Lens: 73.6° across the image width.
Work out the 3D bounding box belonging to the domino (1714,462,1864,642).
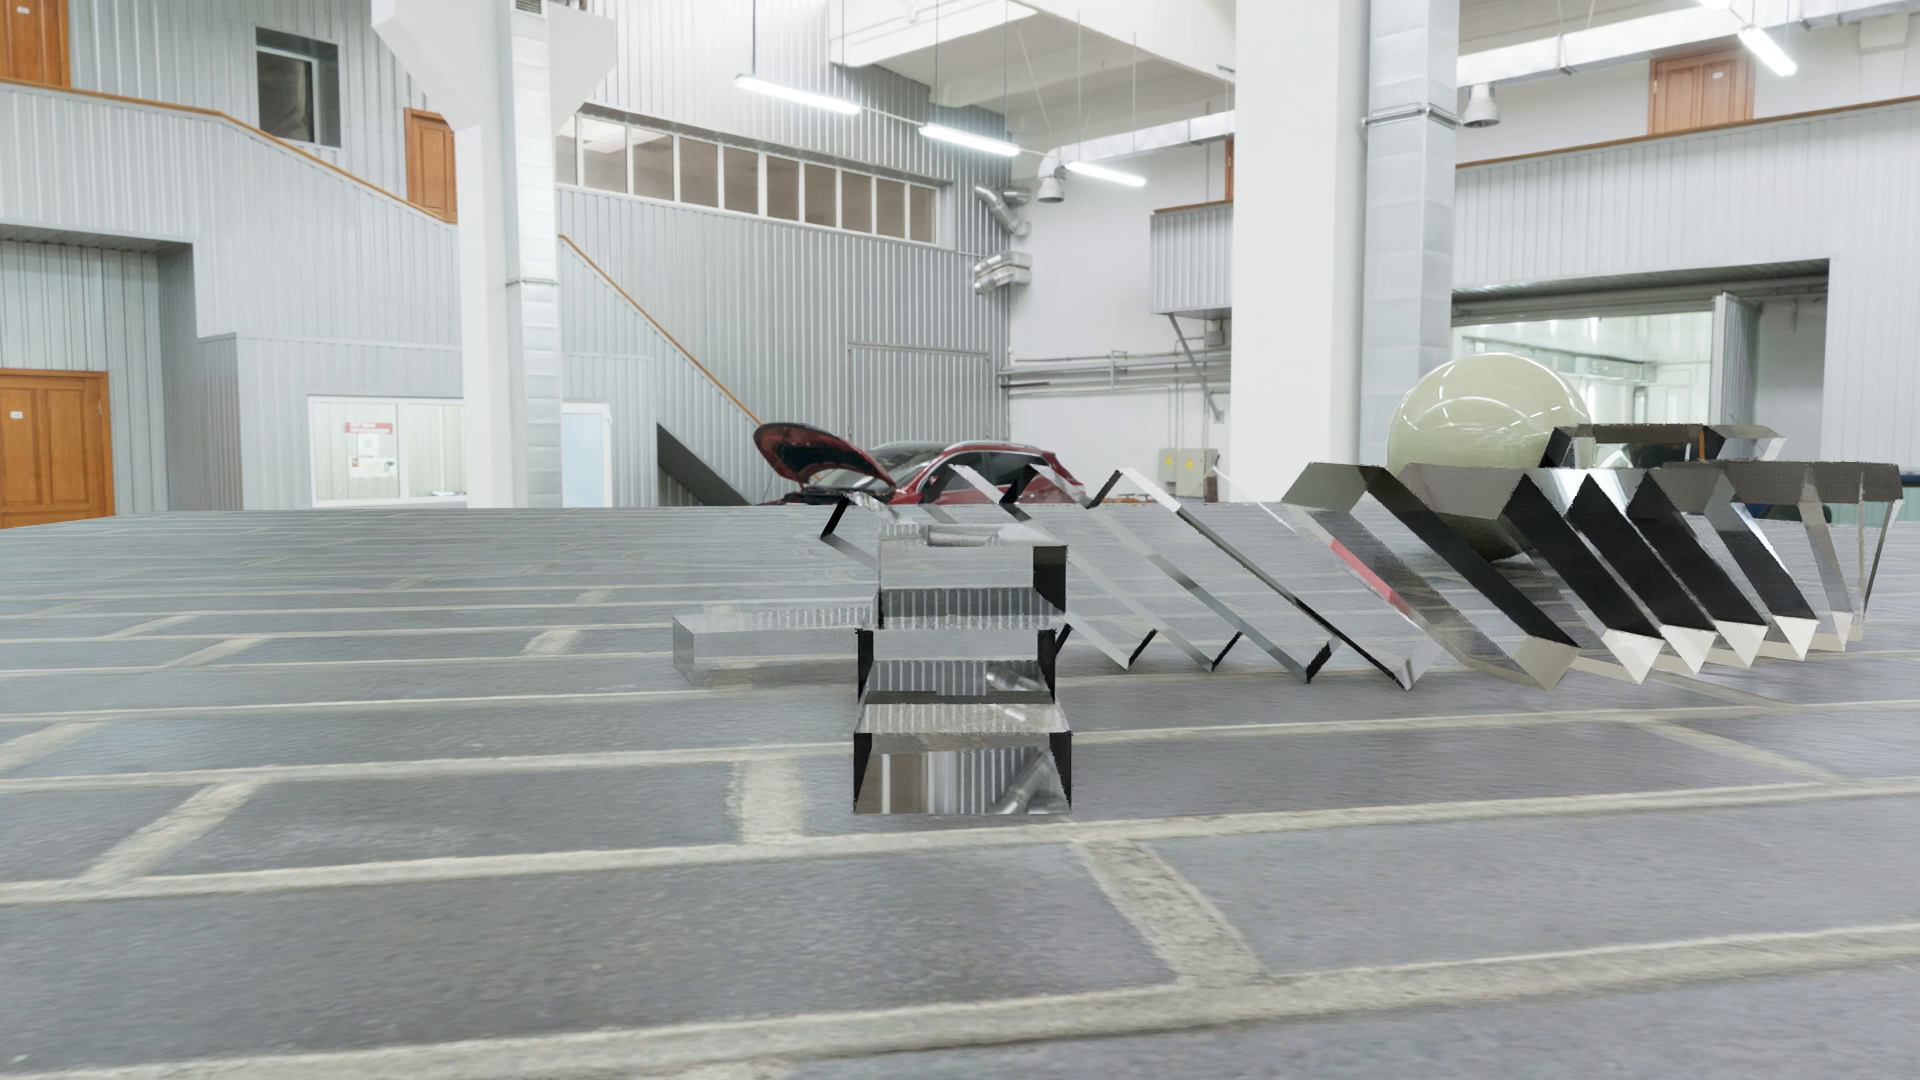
[{"bbox_3d":[0.174,0.003,0.270,0.025,0.009,0.050,3,-33,38],"label":"domino"}]

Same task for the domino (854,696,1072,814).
[{"bbox_3d":[0.000,0.025,0.172,0.025,0.010,0.050,0,4,0],"label":"domino"}]

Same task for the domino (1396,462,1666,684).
[{"bbox_3d":[0.100,0.006,0.228,0.050,0.009,0.025,40,-11,-26],"label":"domino"}]

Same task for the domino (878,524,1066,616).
[{"bbox_3d":[0.000,0.004,0.200,0.025,0.010,0.050,0,4,-5],"label":"domino"}]

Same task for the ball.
[{"bbox_3d":[0.217,-0.037,0.527,0.080,0.080,0.080,0,4,0],"label":"ball"}]

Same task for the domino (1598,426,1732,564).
[{"bbox_3d":[0.245,-0.015,0.448,0.025,0.050,0.010,-1,32,-17],"label":"domino"}]

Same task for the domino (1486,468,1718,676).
[{"bbox_3d":[0.115,0.006,0.237,0.050,0.010,0.025,40,-14,-26],"label":"domino"}]

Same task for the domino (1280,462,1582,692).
[{"bbox_3d":[0.082,0.006,0.226,0.050,0.010,0.025,39,-3,-13],"label":"domino"}]

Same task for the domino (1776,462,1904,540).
[{"bbox_3d":[0.196,0.001,0.296,0.025,0.009,0.050,2,-33,22],"label":"domino"}]

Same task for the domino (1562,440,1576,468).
[{"bbox_3d":[0.234,-0.018,0.478,0.025,0.050,0.009,-1,31,-18],"label":"domino"}]

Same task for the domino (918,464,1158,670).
[{"bbox_3d":[0.016,0.004,0.252,0.050,0.009,0.025,38,8,6],"label":"domino"}]

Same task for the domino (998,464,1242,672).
[{"bbox_3d":[0.032,0.005,0.248,0.050,0.010,0.025,39,9,9],"label":"domino"}]

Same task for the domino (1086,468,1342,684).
[{"bbox_3d":[0.048,0.005,0.242,0.050,0.009,0.025,39,12,9],"label":"domino"}]

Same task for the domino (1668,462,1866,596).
[{"bbox_3d":[0.214,-0.002,0.343,0.025,0.010,0.050,1,-33,3],"label":"domino"}]

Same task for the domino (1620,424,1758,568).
[{"bbox_3d":[0.248,-0.015,0.438,0.025,0.050,0.010,-1,32,-17],"label":"domino"}]

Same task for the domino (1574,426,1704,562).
[{"bbox_3d":[0.242,-0.016,0.458,0.025,0.050,0.010,-1,31,-18],"label":"domino"}]

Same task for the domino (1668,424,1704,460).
[{"bbox_3d":[0.227,-0.013,0.416,0.025,0.050,0.010,3,32,37],"label":"domino"}]

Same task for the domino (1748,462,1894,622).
[{"bbox_3d":[0.186,0.002,0.282,0.025,0.010,0.050,3,-33,29],"label":"domino"}]

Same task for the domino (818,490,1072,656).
[{"bbox_3d":[-0.002,0.007,0.254,0.050,0.010,0.025,29,5,1],"label":"domino"}]

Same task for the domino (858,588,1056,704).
[{"bbox_3d":[-0.001,0.014,0.187,0.025,0.010,0.050,0,4,0],"label":"domino"}]

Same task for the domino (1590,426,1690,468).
[{"bbox_3d":[0.209,-0.011,0.397,0.025,0.050,0.009,1,36,21],"label":"domino"}]

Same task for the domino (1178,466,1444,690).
[{"bbox_3d":[0.063,0.006,0.235,0.050,0.009,0.025,39,10,6],"label":"domino"}]

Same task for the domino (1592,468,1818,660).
[{"bbox_3d":[0.144,0.005,0.251,0.050,0.009,0.025,41,-18,-28],"label":"domino"}]

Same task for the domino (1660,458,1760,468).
[{"bbox_3d":[0.211,-0.005,0.375,0.025,0.009,0.050,-2,-33,6],"label":"domino"}]

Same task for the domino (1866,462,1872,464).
[{"bbox_3d":[0.209,-0.001,0.327,0.025,0.010,0.050,1,-33,11],"label":"domino"}]

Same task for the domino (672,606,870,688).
[{"bbox_3d":[-0.028,0.020,0.245,0.050,0.009,0.025,-2,5,-21],"label":"domino"}]

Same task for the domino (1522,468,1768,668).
[{"bbox_3d":[0.129,0.005,0.245,0.050,0.009,0.025,40,-15,-25],"label":"domino"}]

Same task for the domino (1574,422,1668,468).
[{"bbox_3d":[0.214,-0.013,0.413,0.025,0.050,0.009,3,32,37],"label":"domino"}]

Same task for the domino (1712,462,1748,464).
[{"bbox_3d":[0.214,-0.003,0.360,0.025,0.009,0.050,0,-33,3],"label":"domino"}]

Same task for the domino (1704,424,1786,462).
[{"bbox_3d":[0.250,-0.014,0.427,0.025,0.050,0.010,-1,32,-17],"label":"domino"}]

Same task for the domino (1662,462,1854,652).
[{"bbox_3d":[0.161,0.004,0.259,0.025,0.010,0.050,5,-33,47],"label":"domino"}]

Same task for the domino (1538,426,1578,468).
[{"bbox_3d":[0.230,-0.018,0.488,0.025,0.050,0.010,-1,31,-18],"label":"domino"}]

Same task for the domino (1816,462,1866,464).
[{"bbox_3d":[0.203,0.000,0.311,0.025,0.009,0.050,2,-33,16],"label":"domino"}]

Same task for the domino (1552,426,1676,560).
[{"bbox_3d":[0.238,-0.017,0.468,0.025,0.050,0.009,-1,31,-18],"label":"domino"}]
